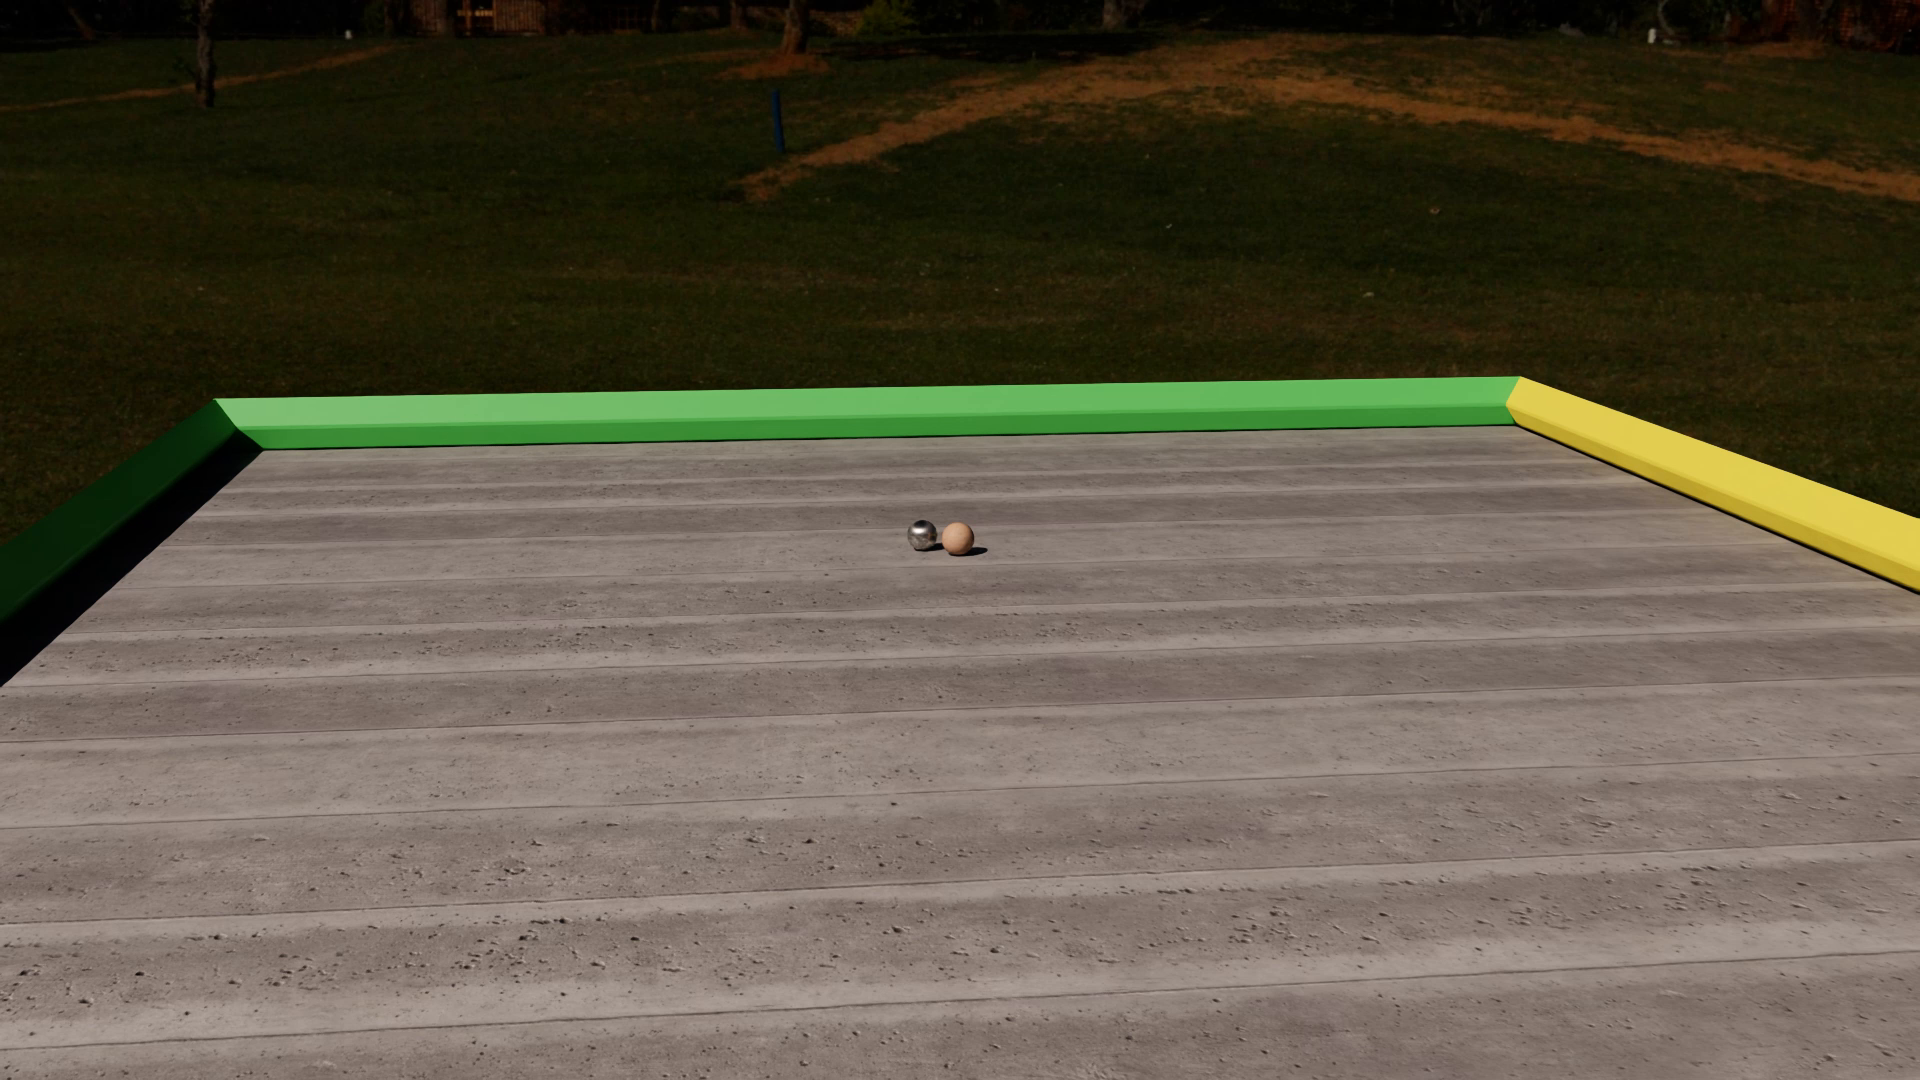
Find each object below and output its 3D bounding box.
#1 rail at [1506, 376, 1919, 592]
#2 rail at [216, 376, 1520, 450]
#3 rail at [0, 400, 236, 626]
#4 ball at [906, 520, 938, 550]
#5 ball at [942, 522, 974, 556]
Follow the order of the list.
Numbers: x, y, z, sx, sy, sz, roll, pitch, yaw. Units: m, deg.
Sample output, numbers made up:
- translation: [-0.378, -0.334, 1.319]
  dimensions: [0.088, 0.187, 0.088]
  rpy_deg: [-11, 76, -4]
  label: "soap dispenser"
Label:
- translation: [1.362, 0.164, 2.299]
  dimensions: [0.045, 0.097, 4.313]
  rpy_deg: [-1, 12, -7]
  label: "rail"
- translation: [-0.130, -0.241, 4.220]
  dimensions: [2.524, 0.097, 0.045]
  rpy_deg: [-1, 12, -7]
  label: "rail"
- translation: [-1.096, 0.227, 2.000]
  dimensions: [0.045, 0.097, 4.313]
  rpy_deg: [-1, 12, -7]
  label: "rail"
- translation: [-0.056, -0.007, 3.240]
  dimensions: [0.045, 0.045, 0.045]
  rpy_deg: [0, 12, 0]
  label: "ball"
- translation: [-0.003, -0.002, 3.207]
  dimensions: [0.048, 0.048, 0.048]
  rpy_deg: [0, 12, 0]
  label: "ball"
